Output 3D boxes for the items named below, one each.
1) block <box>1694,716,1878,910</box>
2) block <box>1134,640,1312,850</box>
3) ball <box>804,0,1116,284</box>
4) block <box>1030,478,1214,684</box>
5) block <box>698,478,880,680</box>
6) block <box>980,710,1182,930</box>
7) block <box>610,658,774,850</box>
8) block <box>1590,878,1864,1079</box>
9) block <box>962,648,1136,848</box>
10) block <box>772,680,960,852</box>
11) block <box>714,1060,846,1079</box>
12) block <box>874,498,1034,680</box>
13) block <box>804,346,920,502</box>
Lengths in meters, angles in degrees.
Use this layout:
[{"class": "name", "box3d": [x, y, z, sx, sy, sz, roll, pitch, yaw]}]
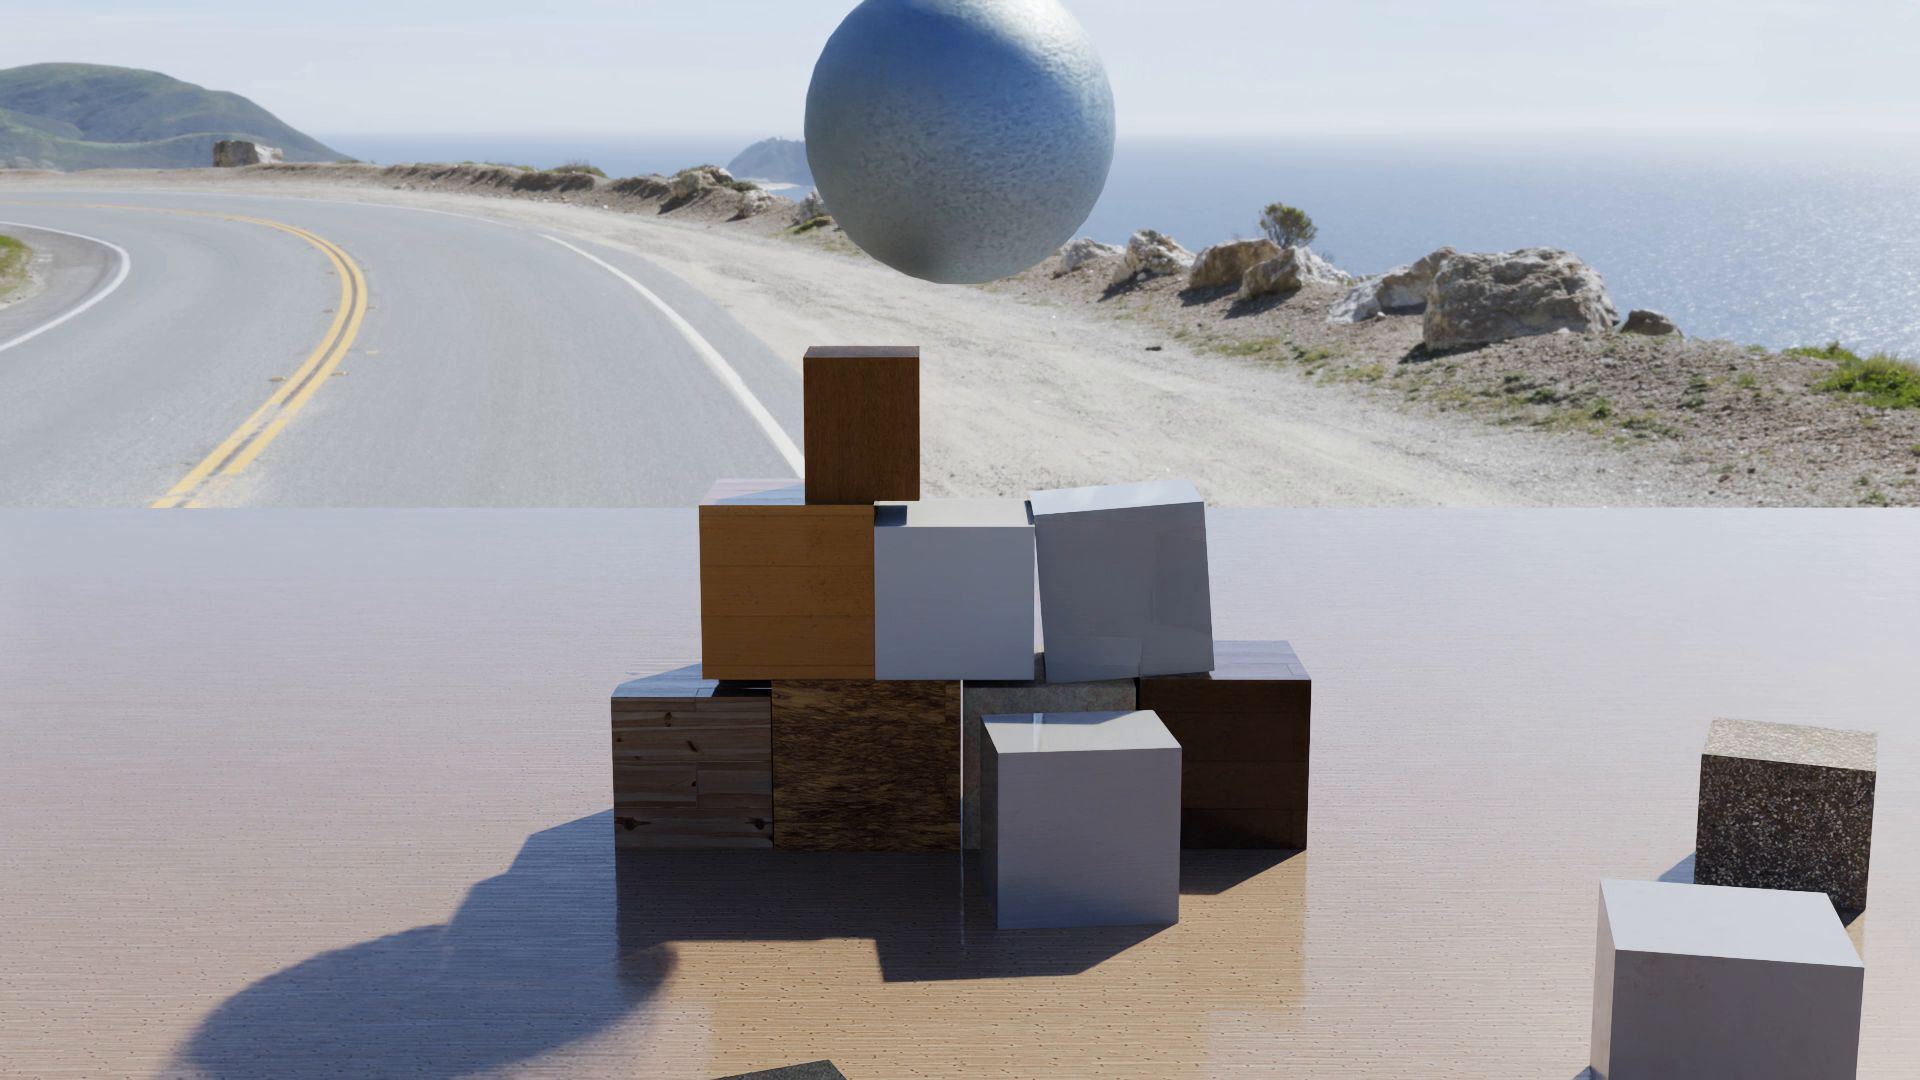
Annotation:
[{"class": "block", "box3d": [3.977, 1.297, 10.581, 0.760, 0.663, 0.730, 4, 11, 22]}, {"class": "block", "box3d": [1.318, 1.043, 11.381, 0.849, 0.876, 0.870, 0, 10, 0]}, {"class": "ball", "box3d": [0.000, -2.109, 11.238, 1.600, 1.600, 1.600, 0, 10, 0]}, {"class": "block", "box3d": [0.813, 0.198, 11.215, 0.837, 0.856, 0.736, -5, 10, 1]}, {"class": "block", "box3d": [-0.847, 0.183, 11.203, 0.853, 0.873, 0.855, 0, 10, 0]}, {"class": "block", "box3d": [0.545, 1.284, 10.201, 0.829, 0.824, 0.662, -1, 10, -6]}, {"class": "block", "box3d": [-1.334, 1.089, 11.374, 0.792, 0.788, 0.850, 0, 10, 0]}, {"class": "block", "box3d": [2.740, 1.731, 7.946, 0.810, 0.751, 0.761, 2, 11, 12]}, {"class": "block", "box3d": [0.443, 1.064, 11.391, 0.857, 0.832, 0.871, 0, 10, 0]}, {"class": "block", "box3d": [-0.462, 1.043, 11.372, 0.932, 0.879, 0.919, 0, 10, 0]}, {"class": "block", "box3d": [-0.552, 2.031, 6.088, 0.692, 0.826, 0.785, -4, 11, -23]}, {"class": "block", "box3d": [-0.027, 0.235, 11.211, 0.783, 0.768, 0.864, 0, 10, 0]}, {"class": "block", "box3d": [-0.485, -0.593, 11.047, 0.565, 0.709, 0.598, 0, 10, -1]}]
